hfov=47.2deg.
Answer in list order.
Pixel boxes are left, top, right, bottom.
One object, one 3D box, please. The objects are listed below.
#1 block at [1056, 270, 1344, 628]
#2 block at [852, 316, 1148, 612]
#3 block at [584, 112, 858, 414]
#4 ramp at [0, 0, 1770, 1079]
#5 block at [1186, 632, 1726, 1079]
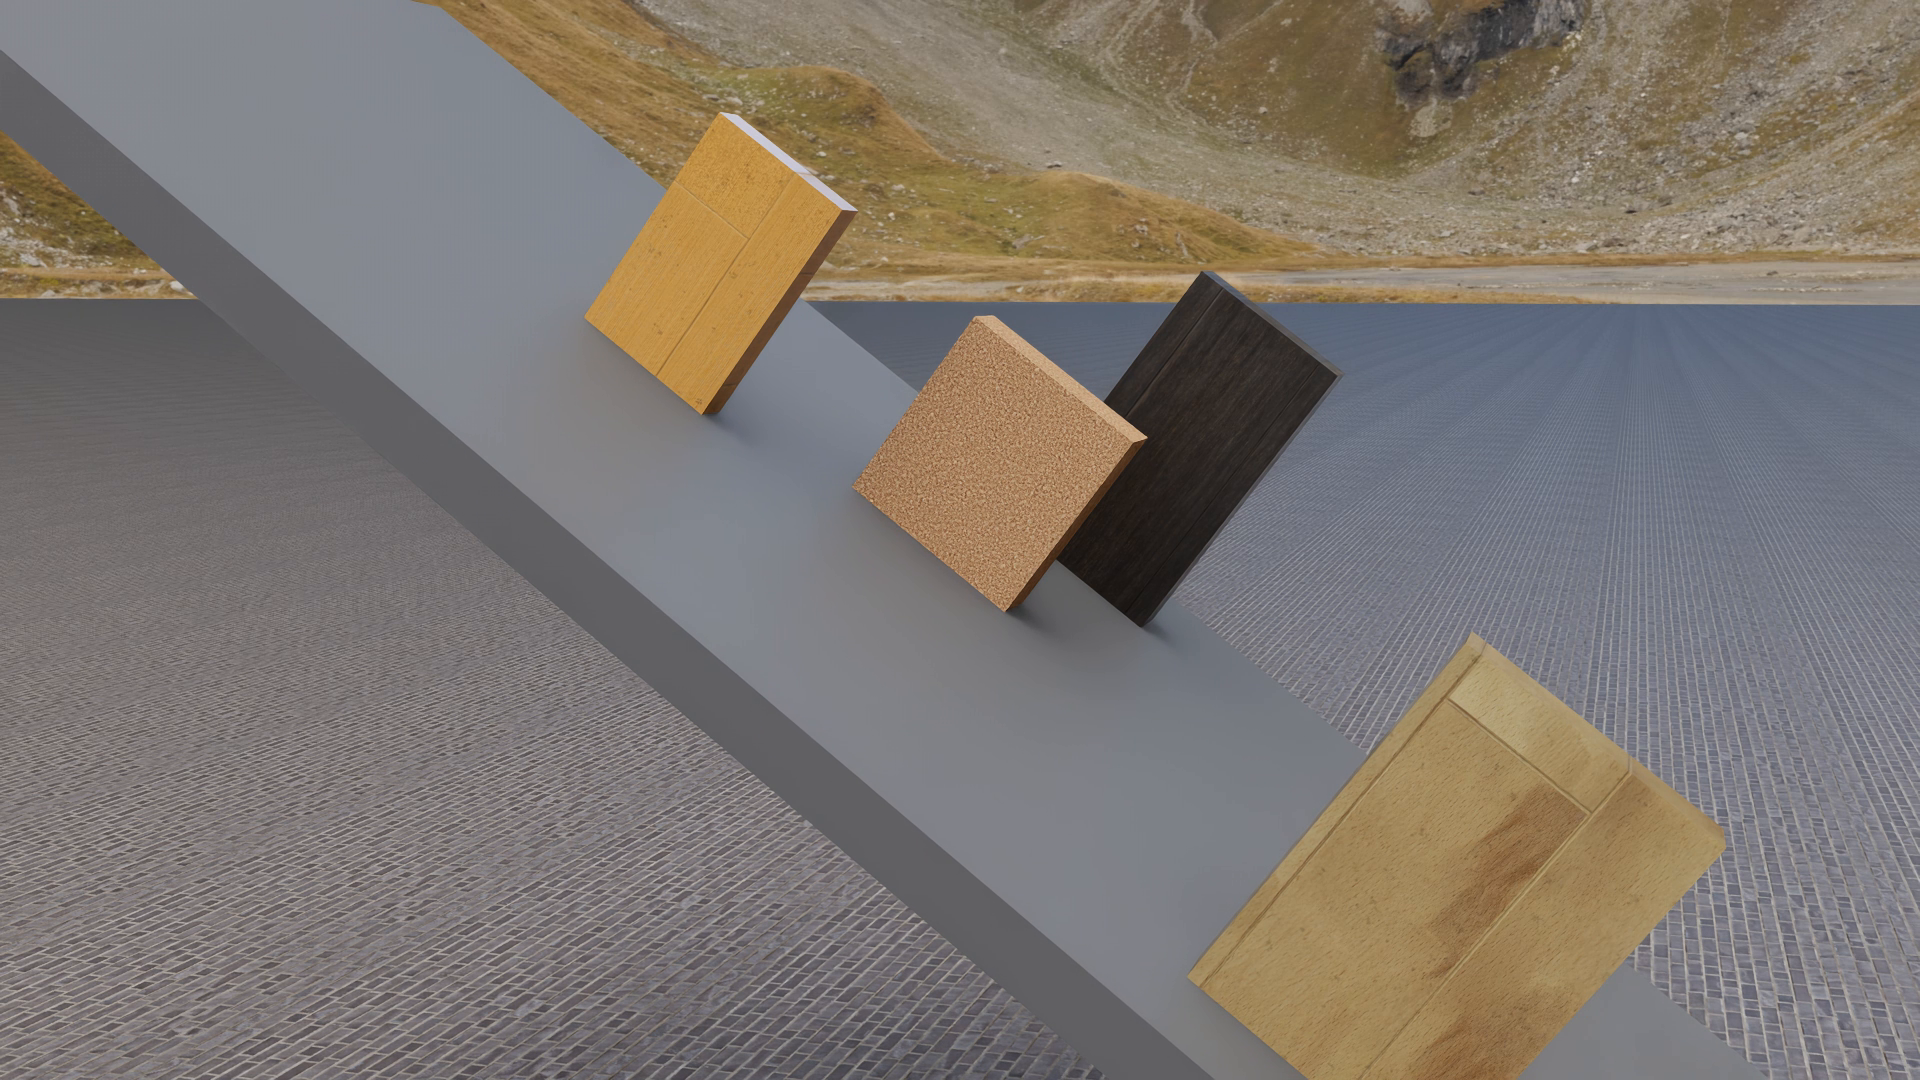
[{"bbox_3d":[0.451,-0.188,4.579,0.349,0.662,0.119,39,16,9],"label":"block"},{"bbox_3d":[0.073,-0.146,4.135,0.377,0.403,0.123,39,16,9],"label":"block"},{"bbox_3d":[-0.434,-0.496,3.967,0.288,0.454,0.082,39,16,9],"label":"block"},{"bbox_3d":[-0.052,0.112,4.064,4.000,0.100,2.000,39,16,9],"label":"ramp"},{"bbox_3d":[0.695,0.518,3.126,0.436,0.638,0.110,39,16,9],"label":"block"}]
